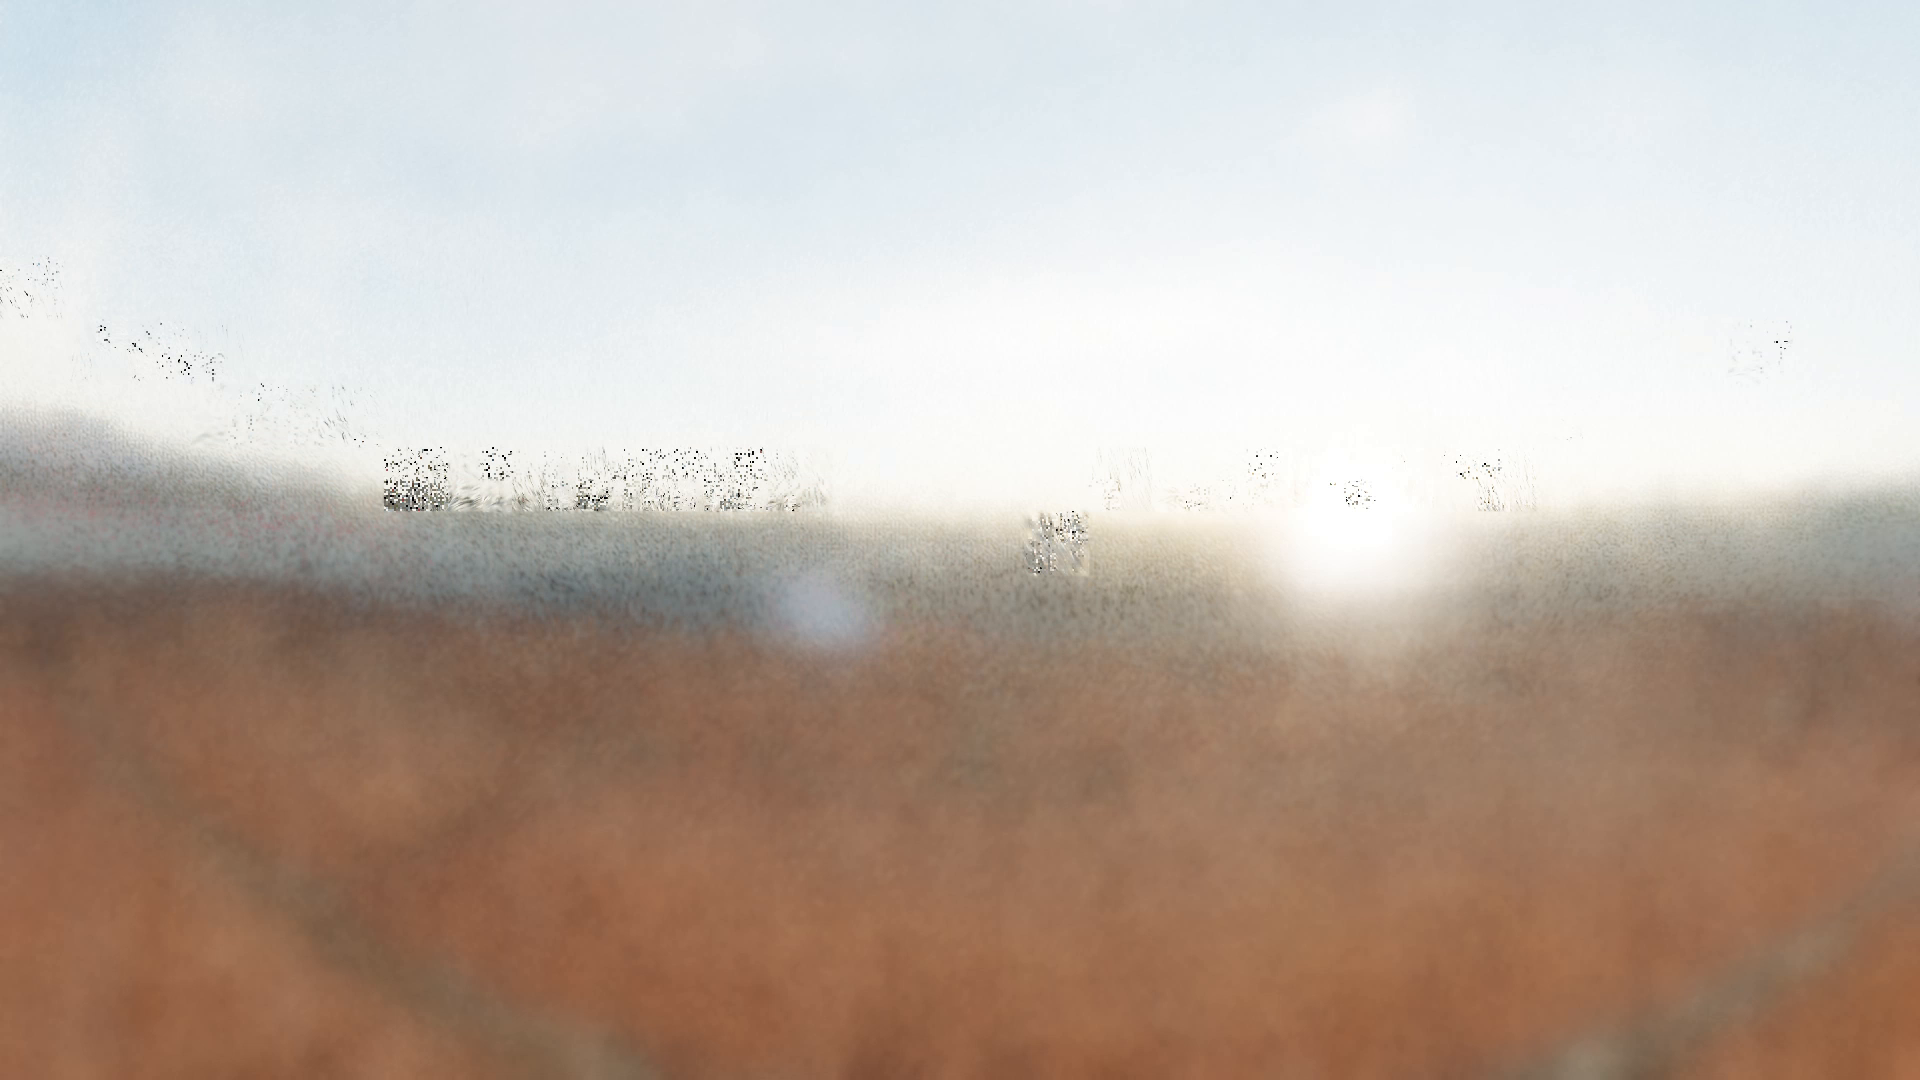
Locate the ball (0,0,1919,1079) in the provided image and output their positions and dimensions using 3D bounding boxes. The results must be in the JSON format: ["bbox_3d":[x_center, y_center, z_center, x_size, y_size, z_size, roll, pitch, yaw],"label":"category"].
[{"bbox_3d":[0.000,-0.002,0.056,0.080,0.080,0.080,0,4,0],"label":"ball"}]
